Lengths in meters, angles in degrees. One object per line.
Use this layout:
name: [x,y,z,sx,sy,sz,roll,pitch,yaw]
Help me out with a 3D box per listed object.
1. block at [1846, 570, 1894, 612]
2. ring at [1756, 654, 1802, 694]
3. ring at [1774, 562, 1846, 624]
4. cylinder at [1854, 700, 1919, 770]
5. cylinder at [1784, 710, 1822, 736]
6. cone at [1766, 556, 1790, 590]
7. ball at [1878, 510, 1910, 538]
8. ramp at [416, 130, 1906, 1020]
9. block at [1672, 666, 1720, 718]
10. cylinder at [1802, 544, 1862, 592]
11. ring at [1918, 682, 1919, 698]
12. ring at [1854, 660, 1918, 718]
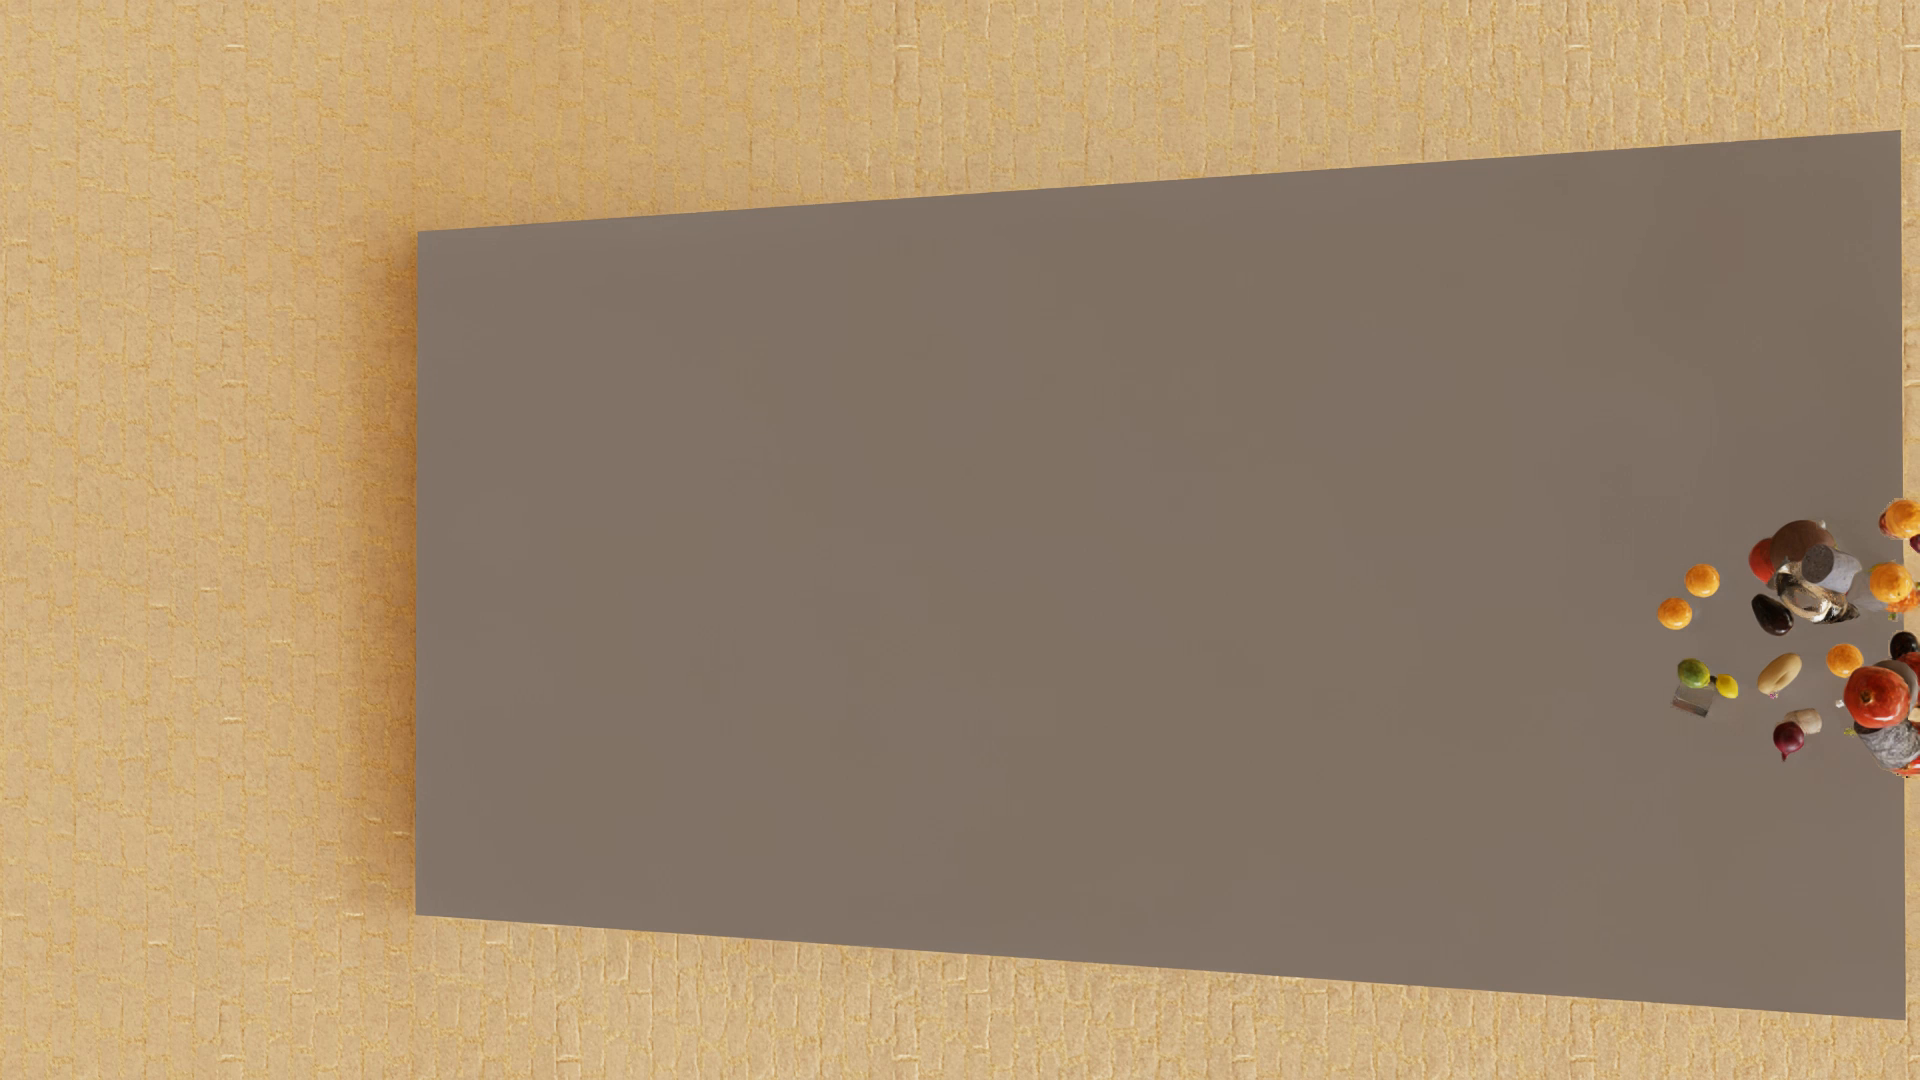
block: [1.649,0.093,3.985,0.054,0.054,0.054,19,84,2]
ring: [1.645,0.268,4.415,0.102,0.102,0.034,-37,57,0]
ring: [1.641,0.101,4.242,0.145,0.145,0.048,23,131,0]
cylinder: [1.701,0.357,4.026,0.088,0.088,0.088,-41,103,0]
cylinder: [1.744,0.378,4.553,0.052,0.052,0.052,-1,89,-26]
cone: [1.653,0.062,4.407,0.067,0.067,0.067,0,105,0]
ball: [2.021,-0.036,4.757,0.061,0.061,0.061,0,89,0]
ramp: [0.283,0.086,5.733,4.000,0.100,2.000,0,89,22]
block: [1.654,0.342,4.943,0.076,0.076,0.076,22,77,20]
cylinder: [1.656,0.055,4.180,0.076,0.076,0.076,17,89,-26]
ring: [2.038,0.304,4.554,0.111,0.111,0.037,-27,107,0]
ring: [1.784,0.297,4.236,0.046,0.139,0.139,23,89,-21]
